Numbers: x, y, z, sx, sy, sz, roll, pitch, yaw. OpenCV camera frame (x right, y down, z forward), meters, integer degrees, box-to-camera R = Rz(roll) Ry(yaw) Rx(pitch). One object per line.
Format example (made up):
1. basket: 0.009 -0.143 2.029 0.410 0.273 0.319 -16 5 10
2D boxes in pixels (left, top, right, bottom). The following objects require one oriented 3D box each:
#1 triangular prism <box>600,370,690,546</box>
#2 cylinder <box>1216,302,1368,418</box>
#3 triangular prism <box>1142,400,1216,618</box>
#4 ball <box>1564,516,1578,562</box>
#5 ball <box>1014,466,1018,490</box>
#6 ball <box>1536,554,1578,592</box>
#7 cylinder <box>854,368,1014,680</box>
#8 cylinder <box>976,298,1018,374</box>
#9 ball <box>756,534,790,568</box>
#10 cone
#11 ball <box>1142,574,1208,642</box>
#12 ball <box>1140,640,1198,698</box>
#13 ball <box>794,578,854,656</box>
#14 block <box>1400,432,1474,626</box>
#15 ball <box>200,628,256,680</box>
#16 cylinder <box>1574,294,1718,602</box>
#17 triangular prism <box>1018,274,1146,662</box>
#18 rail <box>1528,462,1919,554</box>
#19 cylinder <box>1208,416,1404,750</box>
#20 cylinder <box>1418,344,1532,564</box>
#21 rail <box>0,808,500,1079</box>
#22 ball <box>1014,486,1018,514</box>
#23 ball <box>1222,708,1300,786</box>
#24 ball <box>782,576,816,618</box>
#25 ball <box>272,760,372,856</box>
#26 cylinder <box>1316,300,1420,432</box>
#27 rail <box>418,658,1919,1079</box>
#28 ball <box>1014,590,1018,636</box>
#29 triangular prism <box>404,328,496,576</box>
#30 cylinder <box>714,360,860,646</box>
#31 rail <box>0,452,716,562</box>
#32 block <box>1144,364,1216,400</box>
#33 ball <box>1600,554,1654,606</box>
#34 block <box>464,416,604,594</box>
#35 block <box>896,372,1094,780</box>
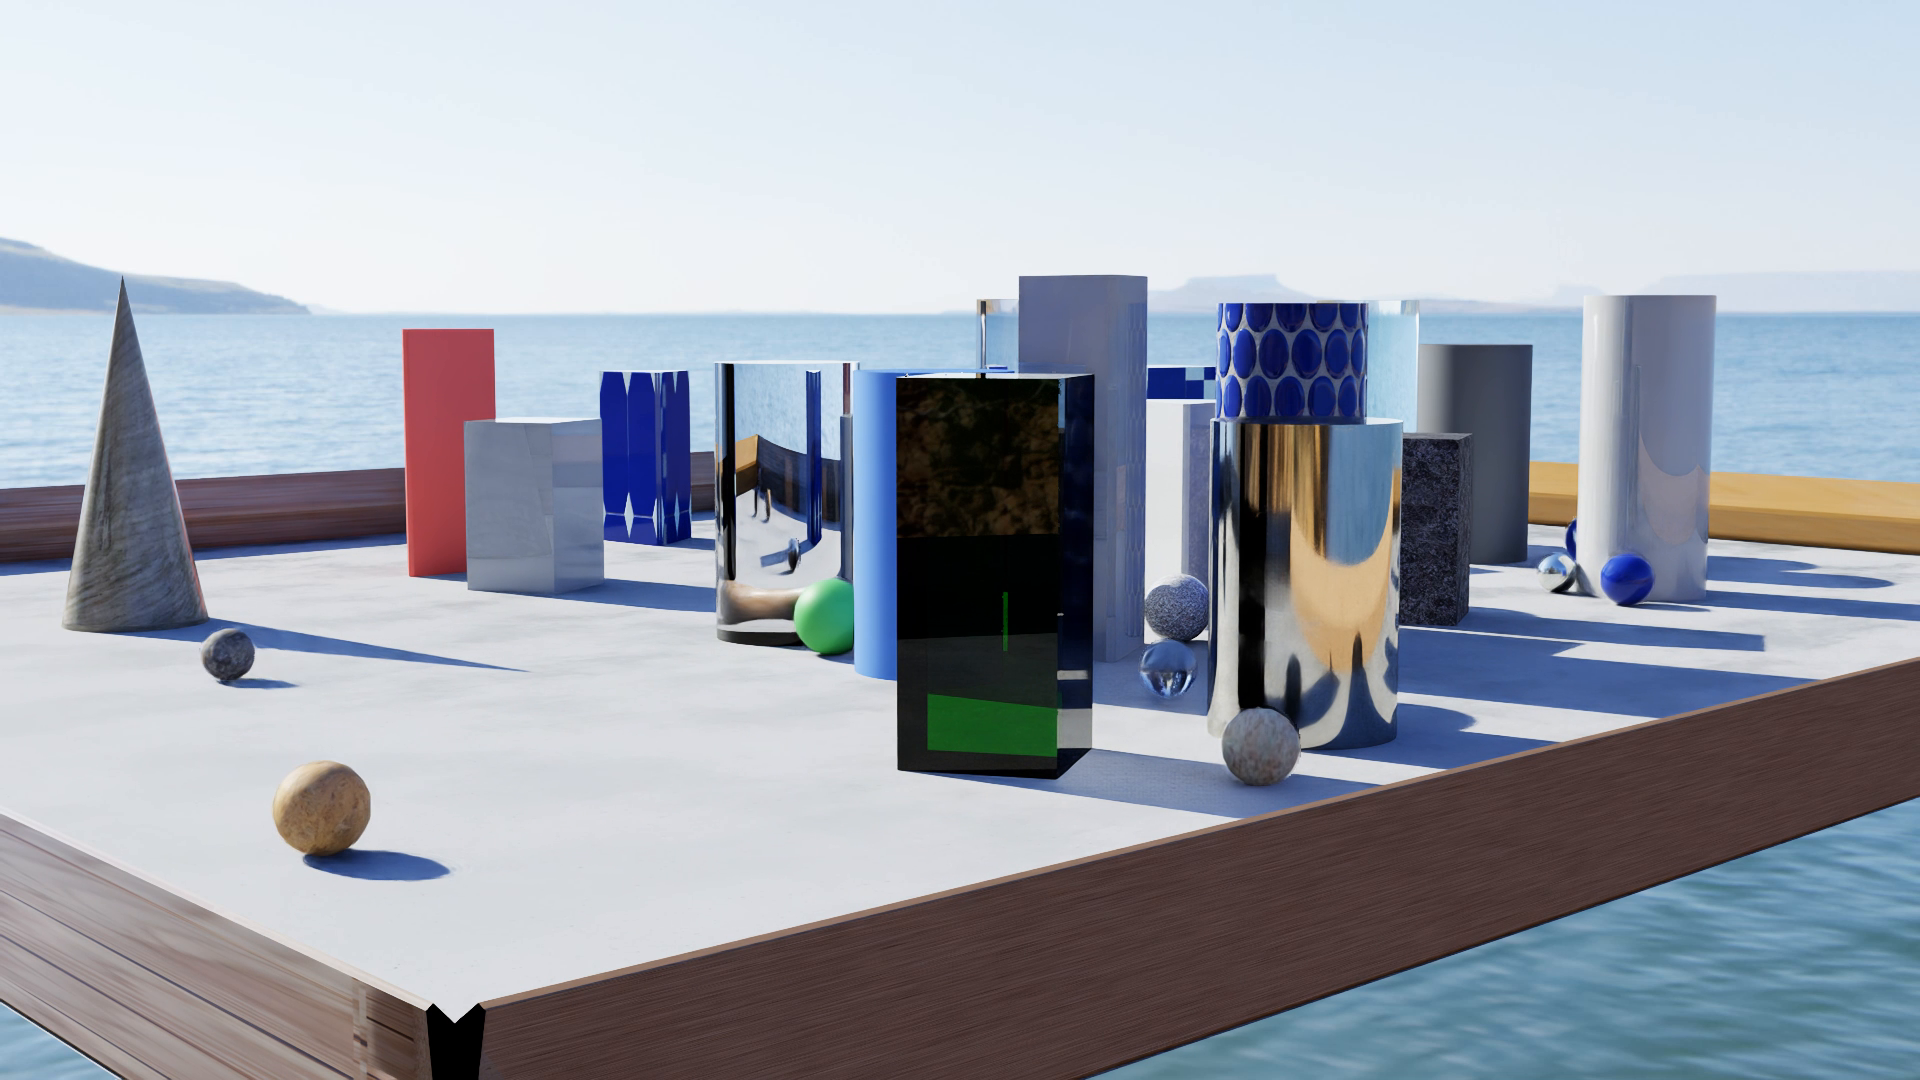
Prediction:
1. triangular prism: -0.584 -0.164 4.272 0.173 0.329 0.149 5 8 42
2. cylinder: 0.439 -0.086 2.925 0.199 0.455 0.199 0 6 0
3. triangular prism: 0.306 -0.044 3.194 0.149 0.315 0.173 4 7 36
4. ball: 1.101 -0.001 3.815 0.100 0.100 0.100 0 6 0
5. ball: 0.142 -0.157 5.513 0.059 0.059 0.059 0 6 0
6. ball: 0.947 0.052 3.488 0.062 0.062 0.062 0 6 0
7. cylinder: -0.032 -0.024 2.724 0.199 0.371 0.199 0 6 0
8. cylinder: 0.125 -0.163 3.614 0.199 0.463 0.199 0 6 0
9. ball: -0.325 0.018 3.834 0.059 0.059 0.059 0 6 0
10. cone: -1.181 -0.128 3.126 0.199 0.497 0.199 0 6 0
11. ball: 0.293 0.091 2.961 0.094 0.094 0.094 0 6 0
12. ball: 0.242 0.149 2.544 0.066 0.066 0.066 0 6 0
13. ball: -0.166 0.100 2.853 0.099 0.099 0.099 0 6 0
14. block: 0.654 -0.020 3.205 0.159 0.265 0.159 2 6 20
15. ball: -0.885 0.138 2.660 0.062 0.062 0.062 0 6 0
16. cylinder: 1.077 -0.149 3.458 0.199 0.469 0.199 0 6 0
17. triangular prism: 0.190 -0.100 2.883 0.149 0.490 0.173 -5 8 -42
18. rail: 1.279 -0.089 4.506 0.045 0.129 3.144 -5 8 -42
19. cylinder: 0.362 0.039 2.317 0.199 0.331 0.199 0 6 0
20. cylinder: 0.923 -0.159 3.959 0.199 0.385 0.199 0 6 0
21. rail: -1.279 0.156 2.158 0.045 0.129 3.144 -5 8 -42
22. ball: 0.120 -0.088 4.841 0.061 0.061 0.061 0 6 0
23. ball: 0.283 0.194 2.073 0.073 0.073 0.073 0 6 0
24. ball: -0.226 0.084 3.177 0.063 0.063 0.063 0 6 0
25. ball: -0.523 0.220 1.803 0.078 0.078 0.078 0 6 0
26. cylinder: 0.785 -0.231 4.264 0.199 0.464 0.199 0 6 0
27. rail: 1.050 0.152 2.200 3.528 0.129 0.045 -5 8 -42
28. ball: 0.070 0.100 3.015 0.065 0.065 0.065 0 6 0
29. triangular prism: -0.912 -0.156 3.784 0.173 0.414 0.149 -6 8 -44
30. cylinder: -0.235 -0.055 3.008 0.199 0.376 0.199 0 6 0
31. rail: -1.050 -0.084 4.464 3.528 0.129 0.045 -5 8 -42
32. block: 0.365 -0.150 4.079 0.159 0.343 0.159 -3 7 -30
33. ball: 1.012 0.060 3.338 0.079 0.079 0.079 0 6 0
34. block: -0.686 -0.059 3.553 0.159 0.270 0.159 2 6 20
35. block: 0.037 0.029 2.174 0.159 0.381 0.159 2 6 16
